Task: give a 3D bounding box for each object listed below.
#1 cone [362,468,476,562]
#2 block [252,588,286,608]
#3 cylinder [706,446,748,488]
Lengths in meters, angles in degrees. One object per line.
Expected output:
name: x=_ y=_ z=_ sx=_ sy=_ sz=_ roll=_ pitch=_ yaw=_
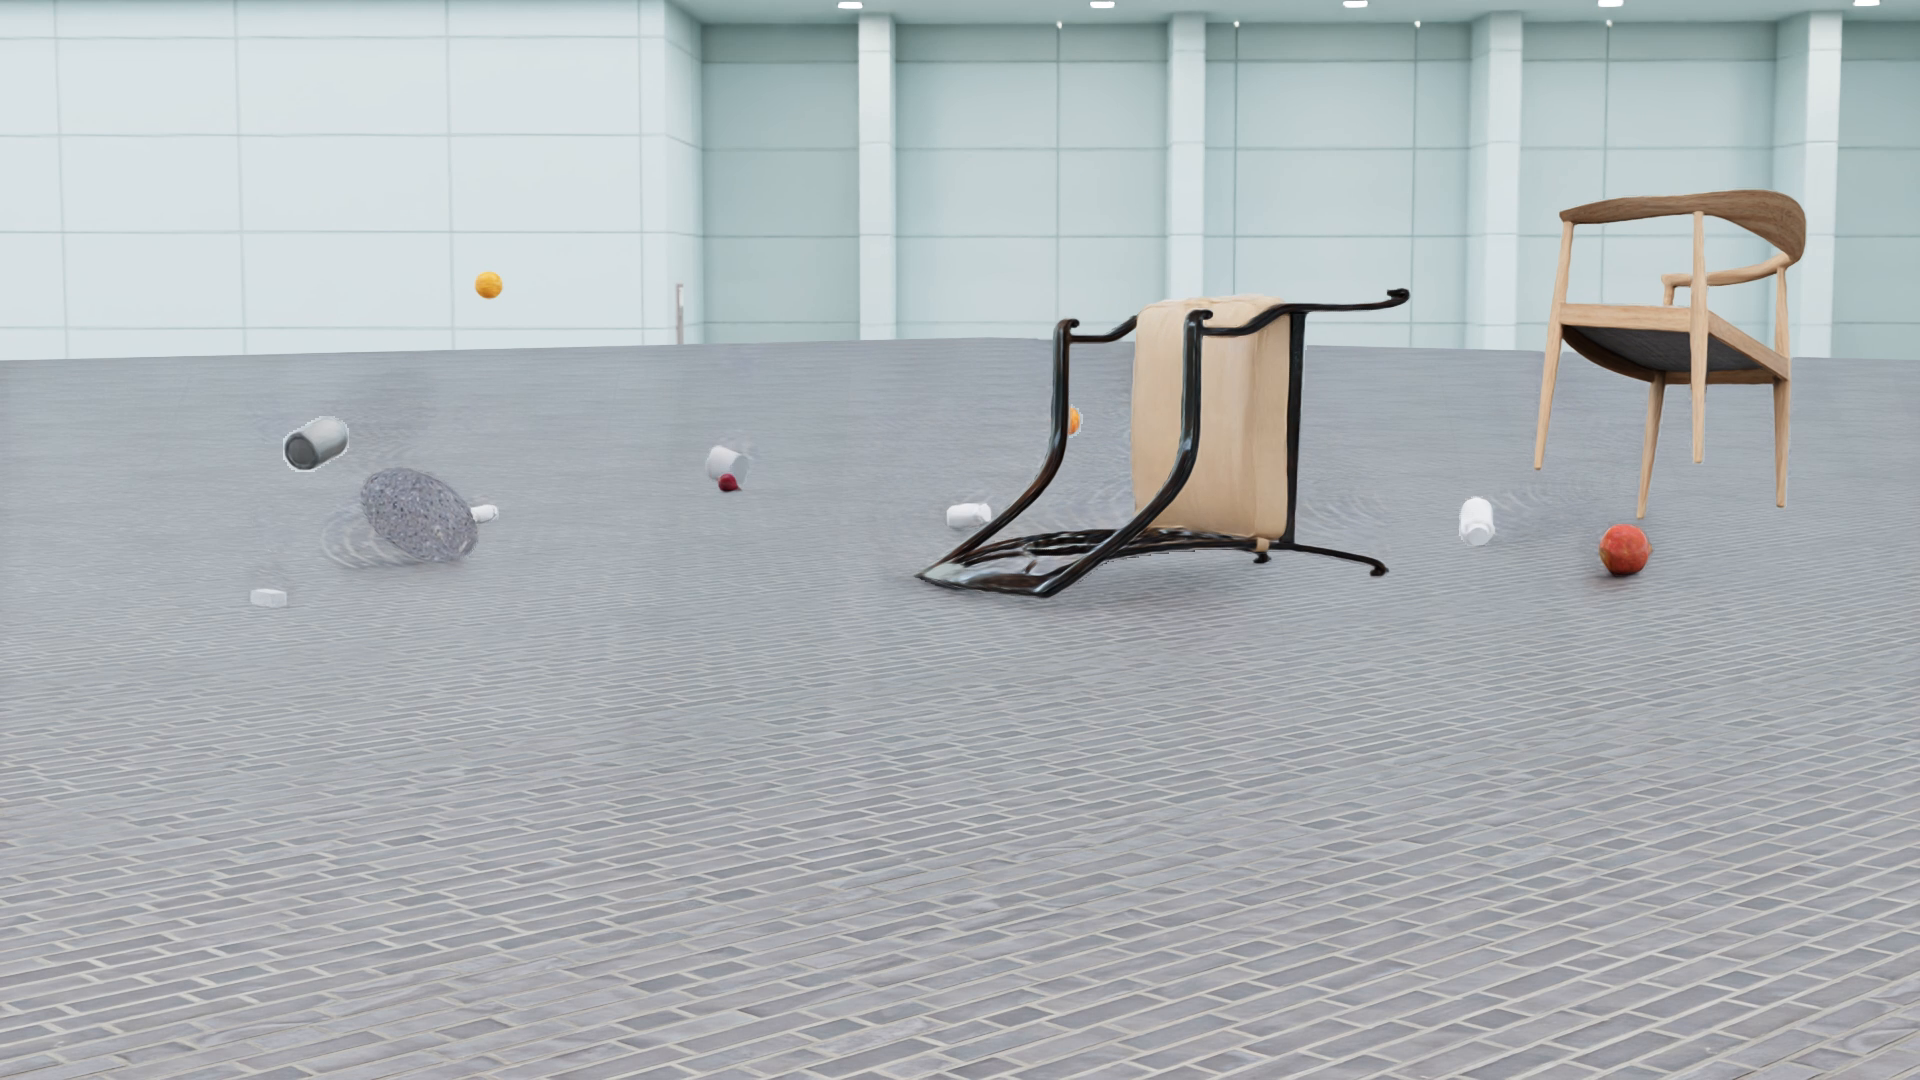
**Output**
cone: x=-1.278 y=-0.049 z=5.946 sx=0.294 sy=0.190 sz=0.145 roll=31 pitch=-22 yaw=-26
block: x=-1.385 y=0.117 z=5.142 sx=0.078 sy=0.028 sz=0.033 roll=6 pitch=8 yaw=44
cylinder: x=-0.721 y=-0.225 z=7.928 sx=0.086 sy=0.124 sz=0.094 roll=22 pitch=55 yaw=23
